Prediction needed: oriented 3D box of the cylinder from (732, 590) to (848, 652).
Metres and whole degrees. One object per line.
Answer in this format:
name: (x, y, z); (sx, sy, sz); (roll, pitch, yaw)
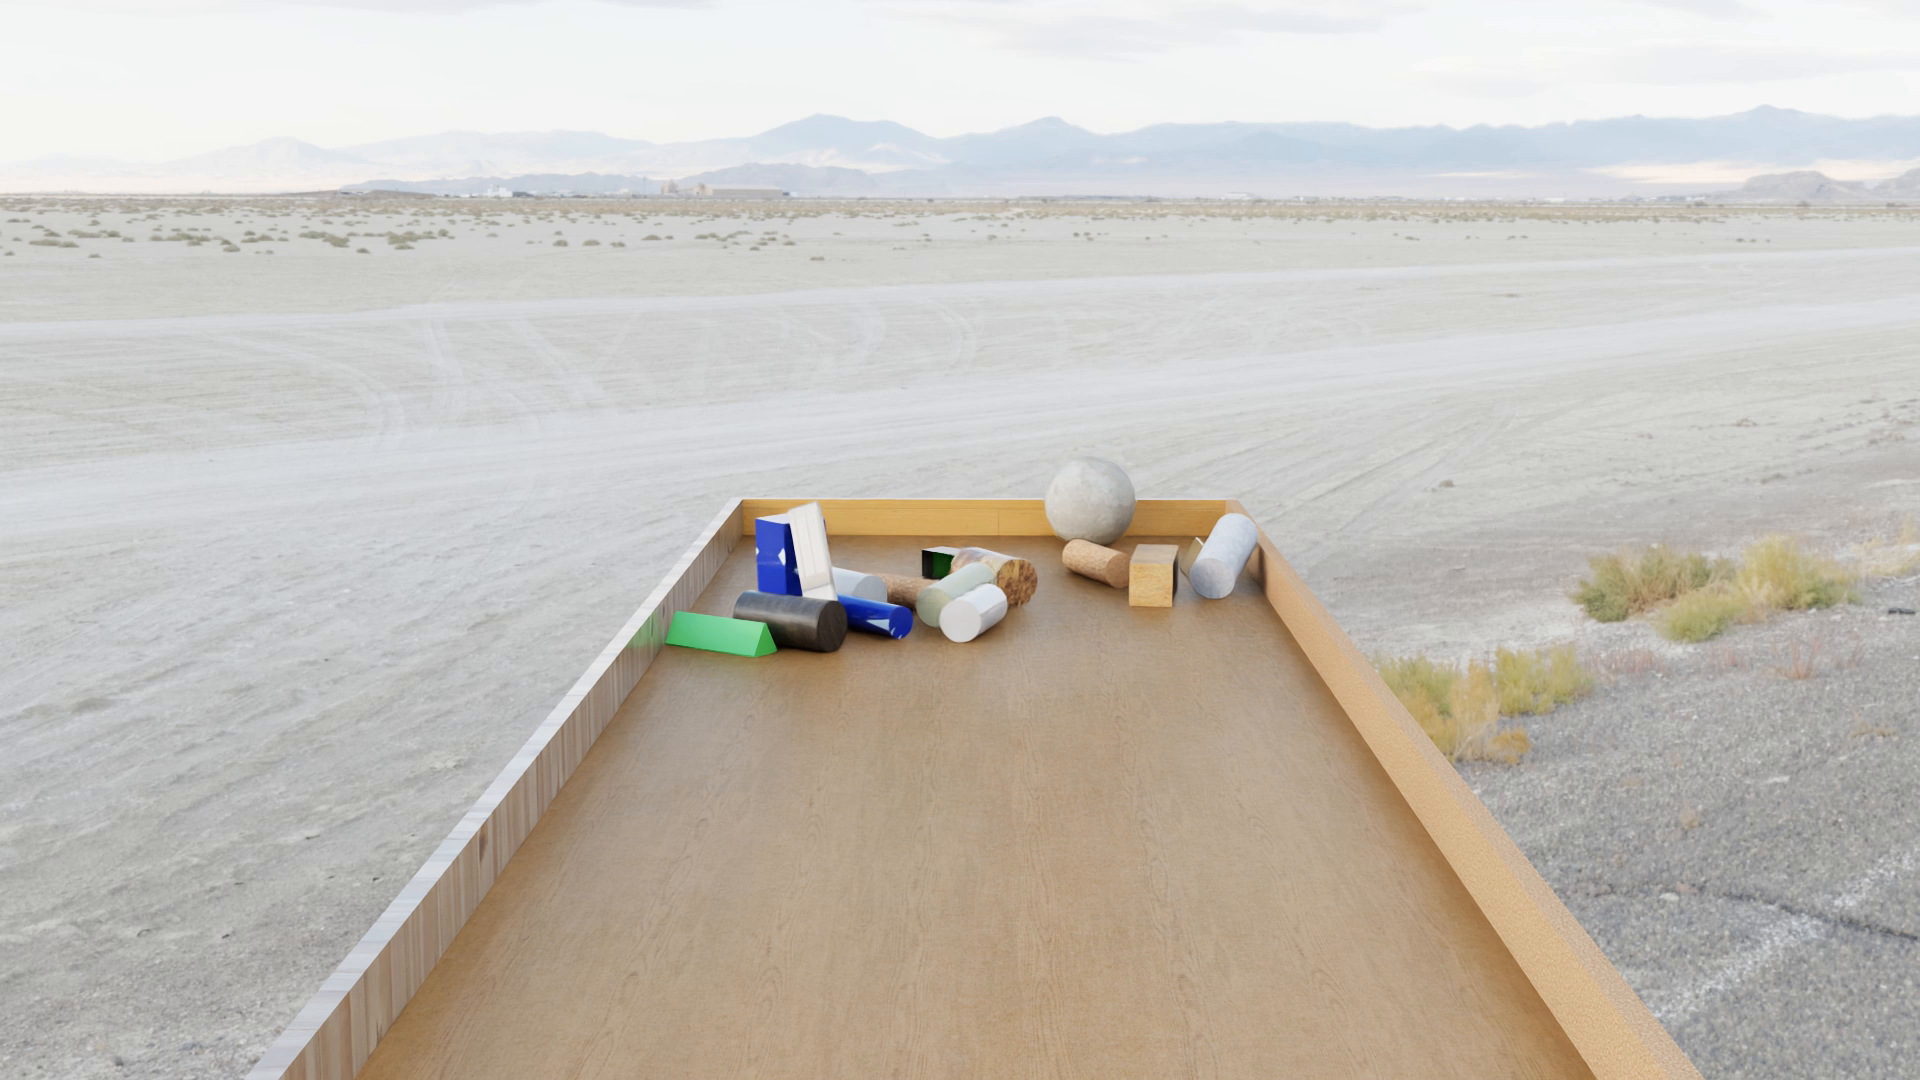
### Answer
cylinder: (-0.533, 0.253, 6.894); (0.329, 0.162, 0.162); (6, 11, 32)

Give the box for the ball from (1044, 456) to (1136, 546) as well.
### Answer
ball: (0.522, -0.154, 8.811); (0.366, 0.366, 0.366); (0, 9, 0)

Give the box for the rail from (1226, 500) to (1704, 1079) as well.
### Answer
rail: (1.046, 0.843, 3.208); (0.050, 0.150, 12.000); (0, 9, 1)

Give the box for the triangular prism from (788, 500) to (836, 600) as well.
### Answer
triangular prism: (-0.437, 0.102, 7.010); (0.116, 0.434, 0.101); (-16, -11, 29)

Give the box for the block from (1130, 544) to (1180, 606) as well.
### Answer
block: (0.688, 0.122, 7.764); (0.148, 0.148, 0.425); (1, 9, 8)

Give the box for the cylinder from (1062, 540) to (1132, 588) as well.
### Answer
cylinder: (0.510, 0.085, 8.068); (0.127, 0.127, 0.359); (-4, 10, -22)

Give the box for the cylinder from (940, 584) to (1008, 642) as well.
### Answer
cylinder: (0.046, 0.234, 7.099); (0.137, 0.137, 0.306); (3, 9, 17)

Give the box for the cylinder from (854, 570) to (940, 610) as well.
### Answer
cylinder: (-0.228, 0.175, 7.556); (0.426, 0.109, 0.109); (6, 11, 33)

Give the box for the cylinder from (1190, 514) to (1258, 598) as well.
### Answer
cylinder: (0.940, 0.055, 7.813); (0.163, 0.163, 0.346); (4, 28, 21)

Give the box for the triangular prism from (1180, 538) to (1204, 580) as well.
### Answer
triangular prism: (0.903, 0.078, 8.141); (0.130, 0.112, 0.414); (0, 9, -2)

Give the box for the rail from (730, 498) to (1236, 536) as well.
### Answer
rail: (0.099, -0.098, 9.147); (2.100, 0.150, 0.050); (0, 9, 1)

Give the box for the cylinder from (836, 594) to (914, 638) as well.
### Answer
cylinder: (-0.340, 0.238, 7.171); (0.105, 0.105, 0.438); (-9, 12, -43)

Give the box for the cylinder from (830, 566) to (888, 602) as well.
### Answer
cylinder: (-0.439, 0.167, 7.464); (0.153, 0.153, 0.427); (-8, 12, -41)

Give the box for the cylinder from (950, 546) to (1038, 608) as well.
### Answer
cylinder: (0.115, 0.128, 7.654); (0.170, 0.170, 0.308); (-5, 10, -30)

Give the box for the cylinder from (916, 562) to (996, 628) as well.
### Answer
cylinder: (-0.011, 0.181, 7.343); (0.135, 0.135, 0.349); (4, 15, 24)

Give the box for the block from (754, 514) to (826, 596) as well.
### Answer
block: (-0.547, 0.107, 7.158); (0.162, 0.363, 0.162); (-10, 13, -38)

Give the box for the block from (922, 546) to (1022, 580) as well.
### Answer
block: (0.042, 0.105, 8.002); (0.108, 0.108, 0.409); (-9, 13, -44)

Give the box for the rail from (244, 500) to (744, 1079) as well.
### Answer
rail: (-1.004, 0.839, 3.234); (0.050, 0.150, 12.000); (0, 9, 1)
